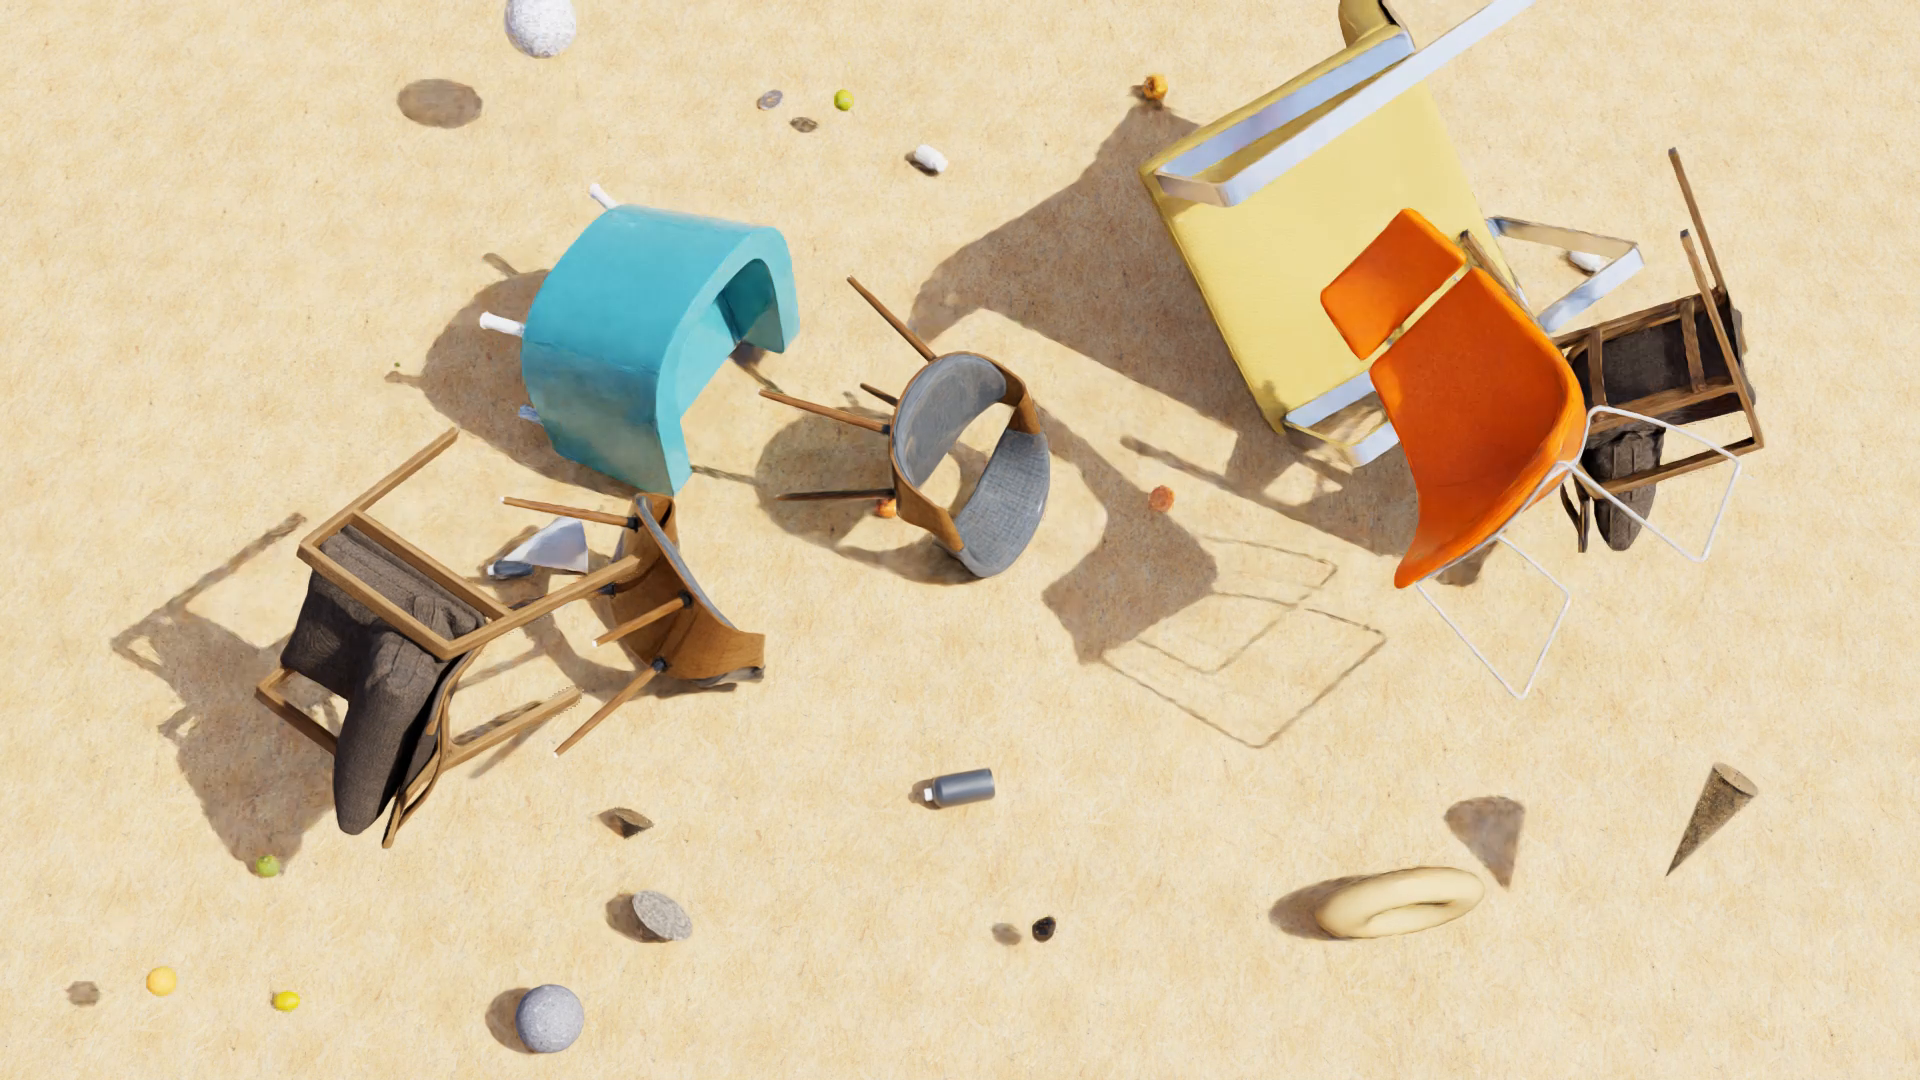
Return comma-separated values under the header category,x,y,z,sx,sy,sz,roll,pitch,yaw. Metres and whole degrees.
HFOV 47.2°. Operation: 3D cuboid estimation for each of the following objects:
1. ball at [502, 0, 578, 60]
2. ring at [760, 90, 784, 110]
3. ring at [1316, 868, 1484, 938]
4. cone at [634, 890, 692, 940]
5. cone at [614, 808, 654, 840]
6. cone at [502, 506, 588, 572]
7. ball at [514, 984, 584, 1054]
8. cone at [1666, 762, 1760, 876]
category,x,y,z,sx,sy,sz,roll,pitch,yaw
ball,-1.344,-1.656,7.039,0.234,0.234,0.234,0,56,0
ring,-0.650,-1.518,7.578,0.071,0.024,0.096,32,61,21
ring,1.166,0.959,5.821,0.483,0.184,0.108,-8,42,-13
cone,-0.813,1.030,5.843,0.181,0.094,0.188,21,23,-35
cone,-0.905,0.789,6.019,0.119,0.107,0.067,29,100,29
cone,-1.218,0.027,6.394,0.234,0.238,0.158,-16,49,-20
ball,-1.053,1.228,5.644,0.175,0.175,0.175,0,56,0
cone,1.857,0.726,5.521,0.129,0.217,0.317,34,106,13
